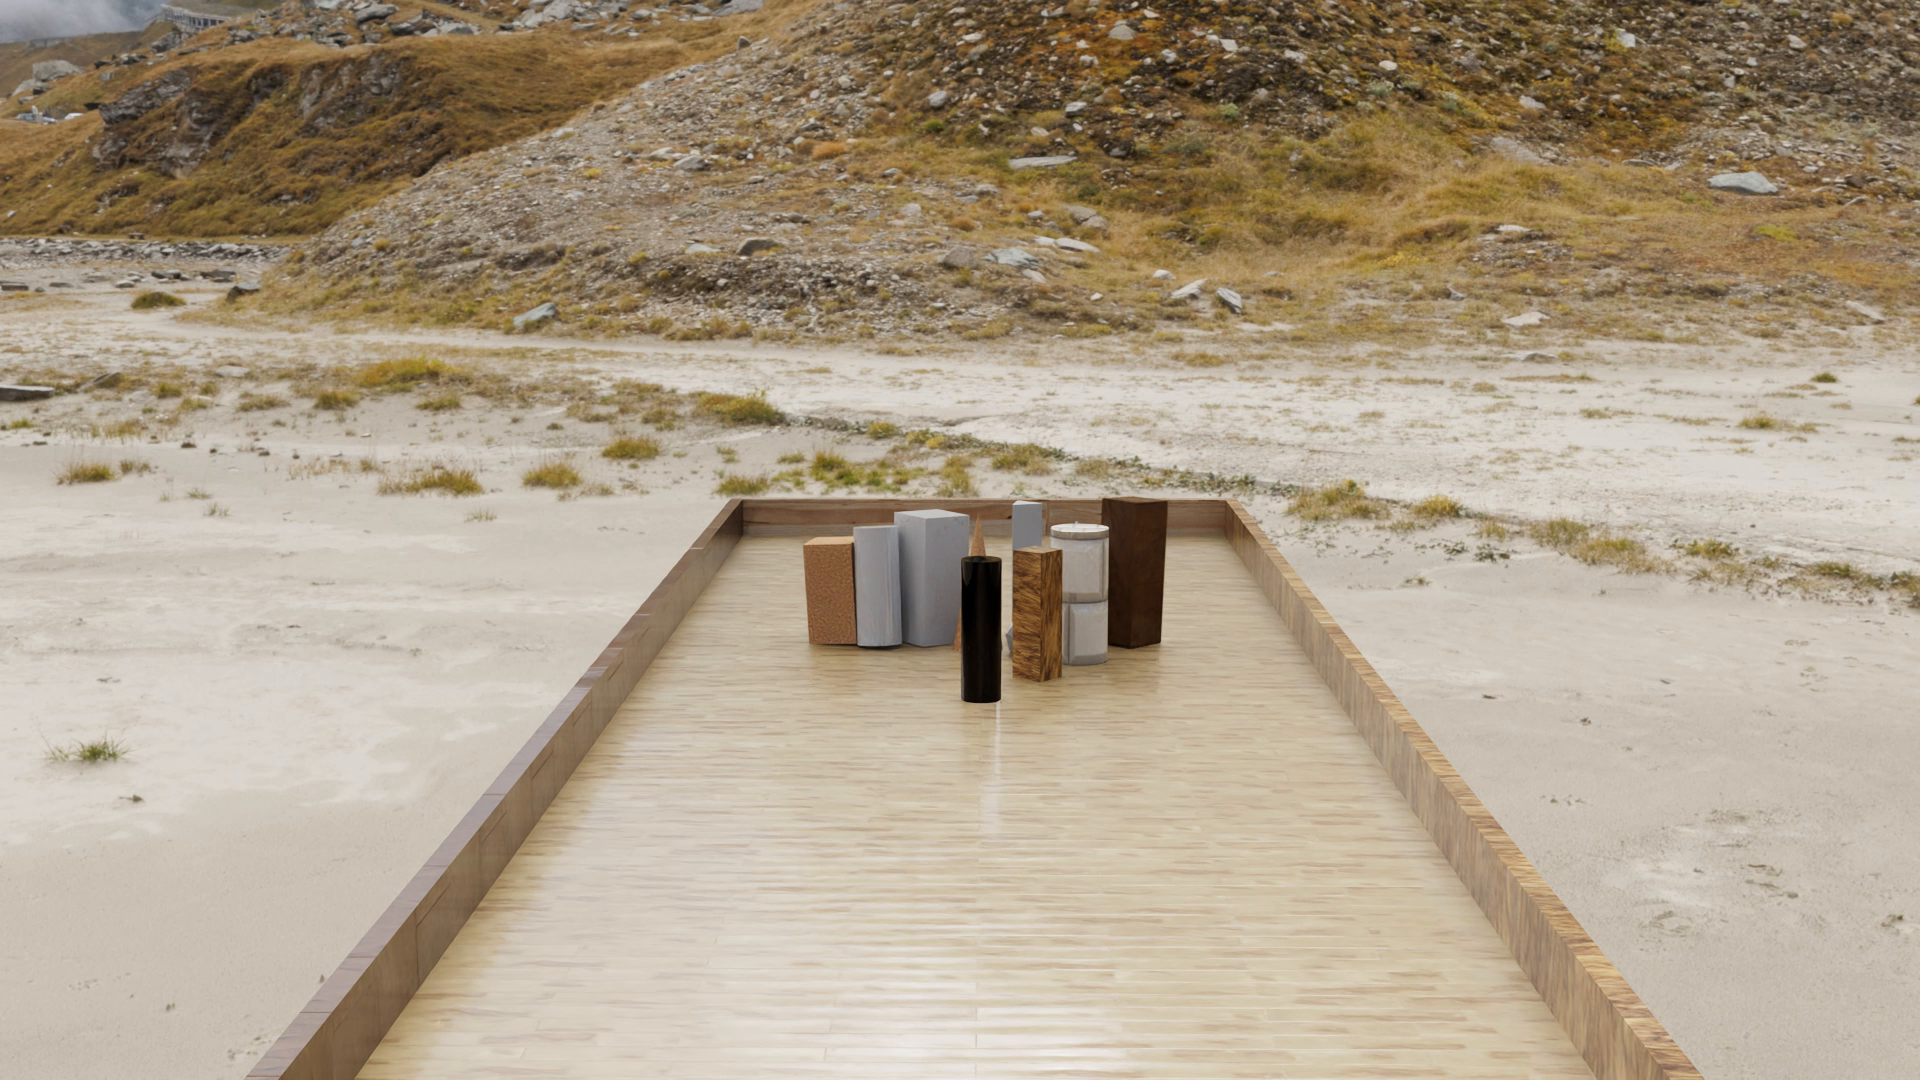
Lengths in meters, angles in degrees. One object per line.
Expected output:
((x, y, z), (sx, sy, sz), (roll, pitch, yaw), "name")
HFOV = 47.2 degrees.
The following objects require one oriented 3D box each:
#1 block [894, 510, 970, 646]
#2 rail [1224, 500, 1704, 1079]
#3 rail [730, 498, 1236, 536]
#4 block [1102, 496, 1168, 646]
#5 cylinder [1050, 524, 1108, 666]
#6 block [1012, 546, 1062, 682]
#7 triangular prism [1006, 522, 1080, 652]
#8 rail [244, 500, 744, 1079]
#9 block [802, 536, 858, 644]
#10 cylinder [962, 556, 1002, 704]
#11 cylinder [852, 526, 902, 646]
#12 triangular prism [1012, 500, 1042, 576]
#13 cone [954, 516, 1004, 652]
((-0.093, 0.118, 6.958), (0.170, 0.405, 0.170), (-5, 10, -37), "block")
((1.046, 0.843, 3.208), (0.050, 0.150, 12.000), (0, 9, 1), "rail")
((0.099, -0.098, 9.147), (2.100, 0.150, 0.050), (0, 9, 1), "rail")
((0.541, 0.097, 6.931), (0.146, 0.452, 0.146), (-5, 10, -45), "block")
((0.362, 0.164, 6.674), (0.176, 0.407, 0.176), (0, 9, 0), "cylinder")
((0.227, 0.215, 6.437), (0.103, 0.380, 0.103), (8, 12, 40), "block")
((0.285, 0.161, 6.857), (0.121, 0.441, 0.105), (36, -21, -8), "triangular prism")
((-1.004, 0.839, 3.234), (0.050, 0.150, 12.000), (0, 9, 1), "rail")
((-0.393, 0.158, 6.972), (0.155, 0.317, 0.155), (-1, 9, 12), "block")
((0.059, 0.250, 6.159), (0.114, 0.399, 0.114), (0, 9, 0), "cylinder")
((-0.258, 0.142, 6.893), (0.141, 0.368, 0.141), (-2, 3, 0), "cylinder")
((0.198, 0.101, 6.953), (0.097, 0.445, 0.084), (-3, 10, -19), "triangular prism")
((0.057, 0.125, 6.841), (0.157, 0.431, 0.157), (0, 9, 0), "cone")
